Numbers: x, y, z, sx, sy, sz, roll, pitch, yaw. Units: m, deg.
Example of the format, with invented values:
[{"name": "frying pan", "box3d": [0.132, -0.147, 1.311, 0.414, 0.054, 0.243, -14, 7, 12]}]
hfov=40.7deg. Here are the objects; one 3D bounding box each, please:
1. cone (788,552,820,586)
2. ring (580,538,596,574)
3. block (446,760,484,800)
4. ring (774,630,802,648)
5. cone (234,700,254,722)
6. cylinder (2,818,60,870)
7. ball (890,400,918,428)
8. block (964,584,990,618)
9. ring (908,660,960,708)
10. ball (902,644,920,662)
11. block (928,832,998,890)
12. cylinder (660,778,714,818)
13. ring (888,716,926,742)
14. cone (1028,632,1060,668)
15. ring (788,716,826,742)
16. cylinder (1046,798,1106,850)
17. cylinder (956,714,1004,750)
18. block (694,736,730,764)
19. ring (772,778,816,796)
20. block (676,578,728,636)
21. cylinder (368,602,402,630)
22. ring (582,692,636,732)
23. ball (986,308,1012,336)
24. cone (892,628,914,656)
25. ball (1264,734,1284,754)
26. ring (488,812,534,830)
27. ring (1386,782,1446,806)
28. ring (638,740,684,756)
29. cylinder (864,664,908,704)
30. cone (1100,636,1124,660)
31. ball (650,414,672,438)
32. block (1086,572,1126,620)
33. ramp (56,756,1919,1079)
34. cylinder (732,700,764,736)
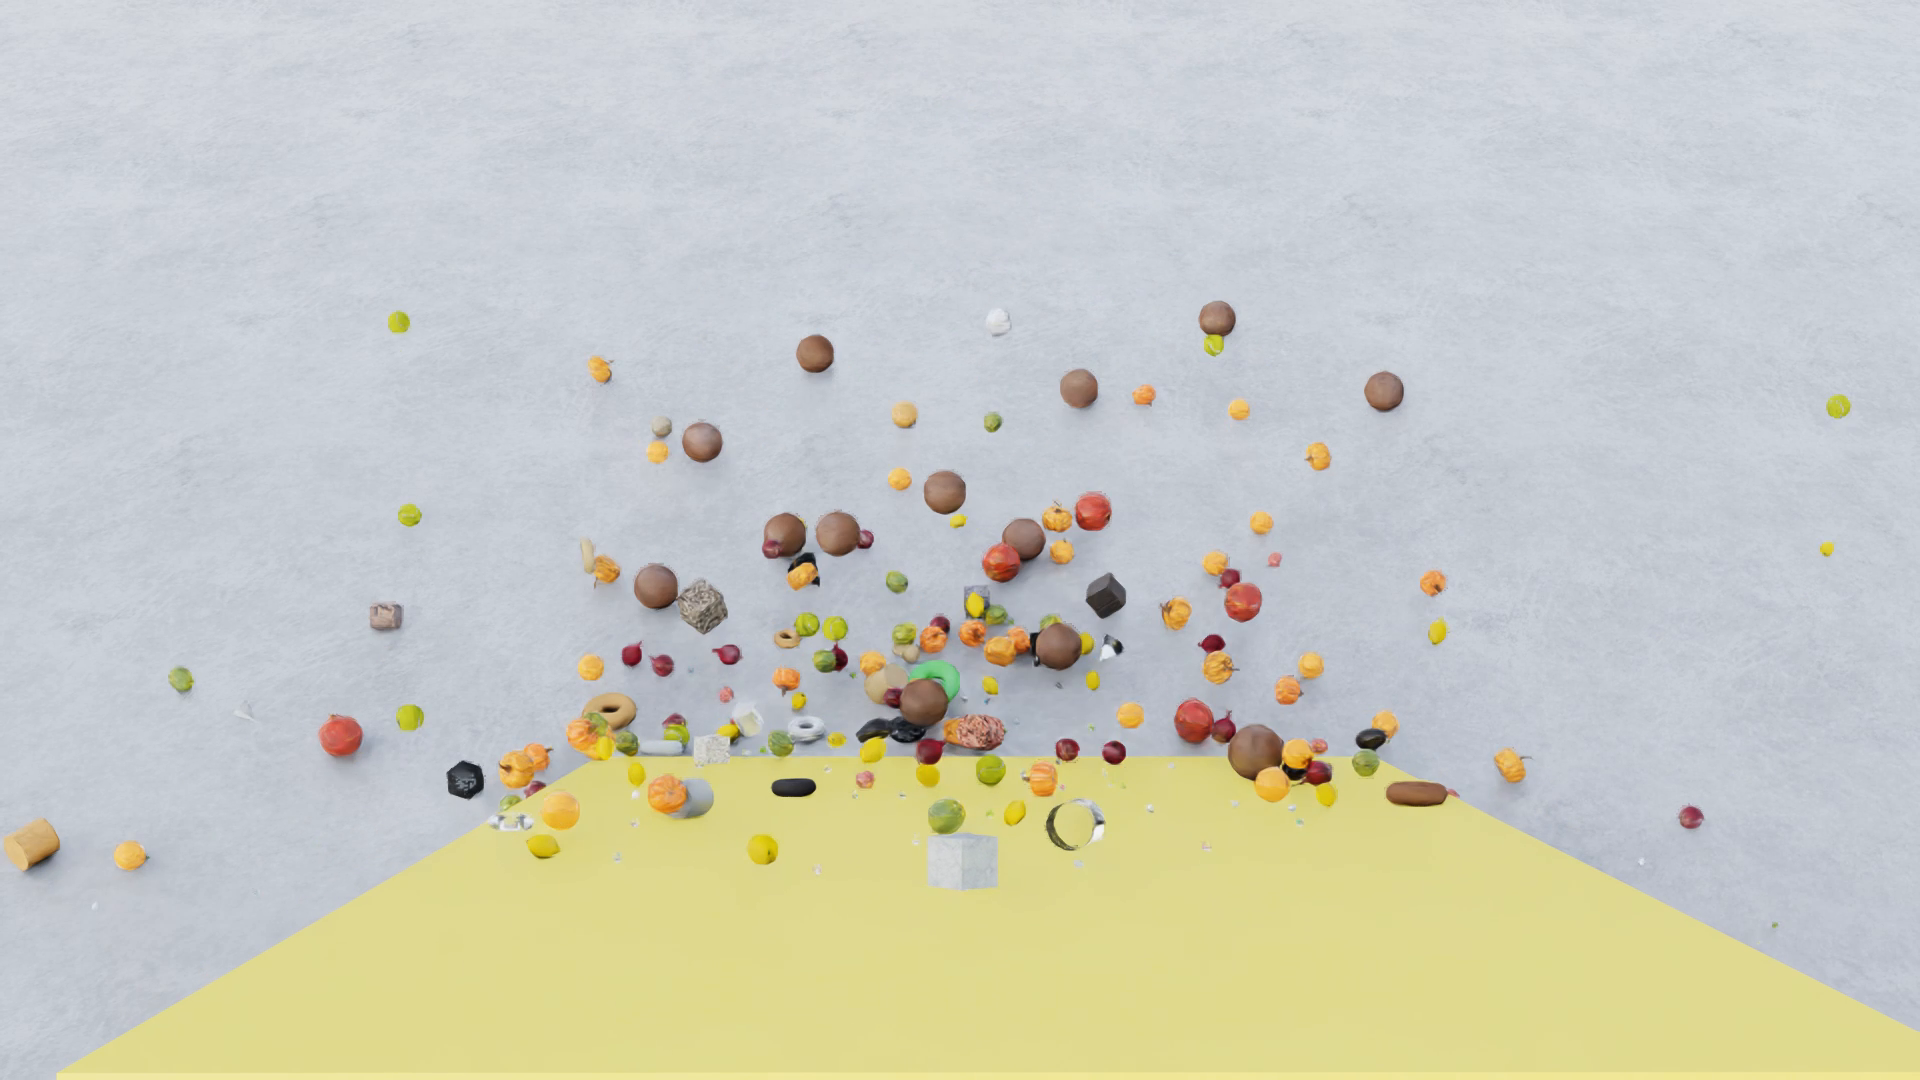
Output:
[{"name": "cone", "box3d": [-0.436, 0.103, 7.573, 0.097, 0.097, 0.097, -26, 66, -37]}, {"name": "ring", "box3d": [-1.073, 0.046, 7.465, 0.035, 0.104, 0.104, -7, 31, -9]}, {"name": "block", "box3d": [-1.275, 0.619, 6.671, 0.064, 0.064, 0.064, 16, 34, 25]}, {"name": "ring", "box3d": [-0.486, 0.279, 7.290, 0.078, 0.026, 0.078, 0, 32, 0]}, {"name": "cone", "box3d": [-1.914, 0.470, 6.965, 0.054, 0.054, 0.054, -30, 77, -40]}, {"name": "cylinder", "box3d": [-2.299, 0.752, 6.408, 0.095, 0.095, 0.095, 21, 37, 31]}, {"name": "ball", "box3d": [-0.180, -0.408, 8.400, 0.089, 0.089, 0.089, 0, 30, 0]}, {"name": "block", "box3d": [0.049, 0.177, 7.423, 0.067, 0.067, 0.067, -3, 30, -5]}, {"name": "ring", "box3d": [-0.071, 0.390, 7.029, 0.149, 0.050, 0.149, -5, 49, 6]}, {"name": "ball", "box3d": [-0.136, 0.315, 7.200, 0.054, 0.054, 0.054, 0, 30, 0]}, {"name": "block", "box3d": [0.004, 0.513, 4.134, 0.079, 0.079, 0.079, 0, 0, -44]}, {"name": "cylinder", "box3d": [-0.545, 0.517, 5.179, 0.076, 0.076, 0.076, 18, 9, 28]}, {"name": "ring", "box3d": [-0.141, 0.503, 6.898, 0.105, 0.035, 0.105, -1, 29, 0]}, {"name": "cone", "box3d": [0.222, 0.319, 7.207, 0.091, 0.091, 0.091, 10, 59, 17]}, {"name": "ring", "box3d": [-0.408, 0.502, 6.900, 0.100, 0.033, 0.100, -1, 29, 0]}, {"name": "cylinder", "box3d": [0.208, 0.511, 4.653, 0.086, 0.086, 0.086, 11, 3, 18]}, {"name": "cylinder", "box3d": [0.054, 0.506, 6.804, 0.091, 0.091, 0.091, 24, 7, 35]}, {"name": "block", "box3d": [-0.623, 0.526, 6.496, 0.065, 0.065, 0.065, 0, 0, -31]}, {"name": "ring", "box3d": [-0.363, 0.540, 5.649, 0.100, 0.033, 0.100, -1, 0, 0]}, {"name": "block", "box3d": [-0.720, 0.187, 7.236, 0.094, 0.094, 0.094, -39, 53, -24]}, {"name": "cylinder", "box3d": [-1.631, 0.216, 7.350, 0.073, 0.073, 0.073, 3, 31, 6]}, {"name": "ring", "box3d": [-0.941, 0.462, 6.954, 0.146, 0.049, 0.146, -1, 31, 1]}, {"name": "ball", "box3d": [0.135, -0.758, 8.991, 0.094, 0.094, 0.094, 0, 30, 0]}, {"name": "cone", "box3d": [-0.157, 0.274, 7.248, 0.074, 0.074, 0.074, 0, 28, 0]}, {"name": "ball", "box3d": [0.821, 0.535, 6.769, 0.053, 0.053, 0.053, 0, 30, 0]}, {"name": "ring", "box3d": [-0.862, 0.541, 4.967, 0.087, 0.029, 0.087, 1, 0, 0]}, {"name": "ring", "box3d": [0.962, 0.534, 5.452, 0.128, 0.043, 0.128, -1, 1, 0]}, {"name": "ring", "box3d": [-0.779, 0.541, 6.744, 0.117, 0.039, 0.117, 2, -3, 0]}, {"name": "cylinder", "box3d": [-0.199, 0.389, 7.006, 0.085, 0.085, 0.085, -33, 9, 37]}, {"name": "cone", "box3d": [0.411, 0.313, 7.225, 0.067, 0.067, 0.067, 25, 64, 36]}, {"name": "ball", "box3d": [-0.964, -0.367, 8.347, 0.072, 0.072, 0.072, 0, 30, 0]}, {"name": "block", "box3d": [0.417, 0.159, 7.407, 0.081, 0.081, 0.081, -32, 21, 24]}, {"name": "ramp", "box3d": [0.068, 0.604, 4.667, 2.000, 0.100, 4.000, 0, 0, 0]}, {"name": "cylinder", "box3d": [-0.532, 0.448, 6.485, 0.063, 0.063, 0.063, -18, 33, 12]}]
